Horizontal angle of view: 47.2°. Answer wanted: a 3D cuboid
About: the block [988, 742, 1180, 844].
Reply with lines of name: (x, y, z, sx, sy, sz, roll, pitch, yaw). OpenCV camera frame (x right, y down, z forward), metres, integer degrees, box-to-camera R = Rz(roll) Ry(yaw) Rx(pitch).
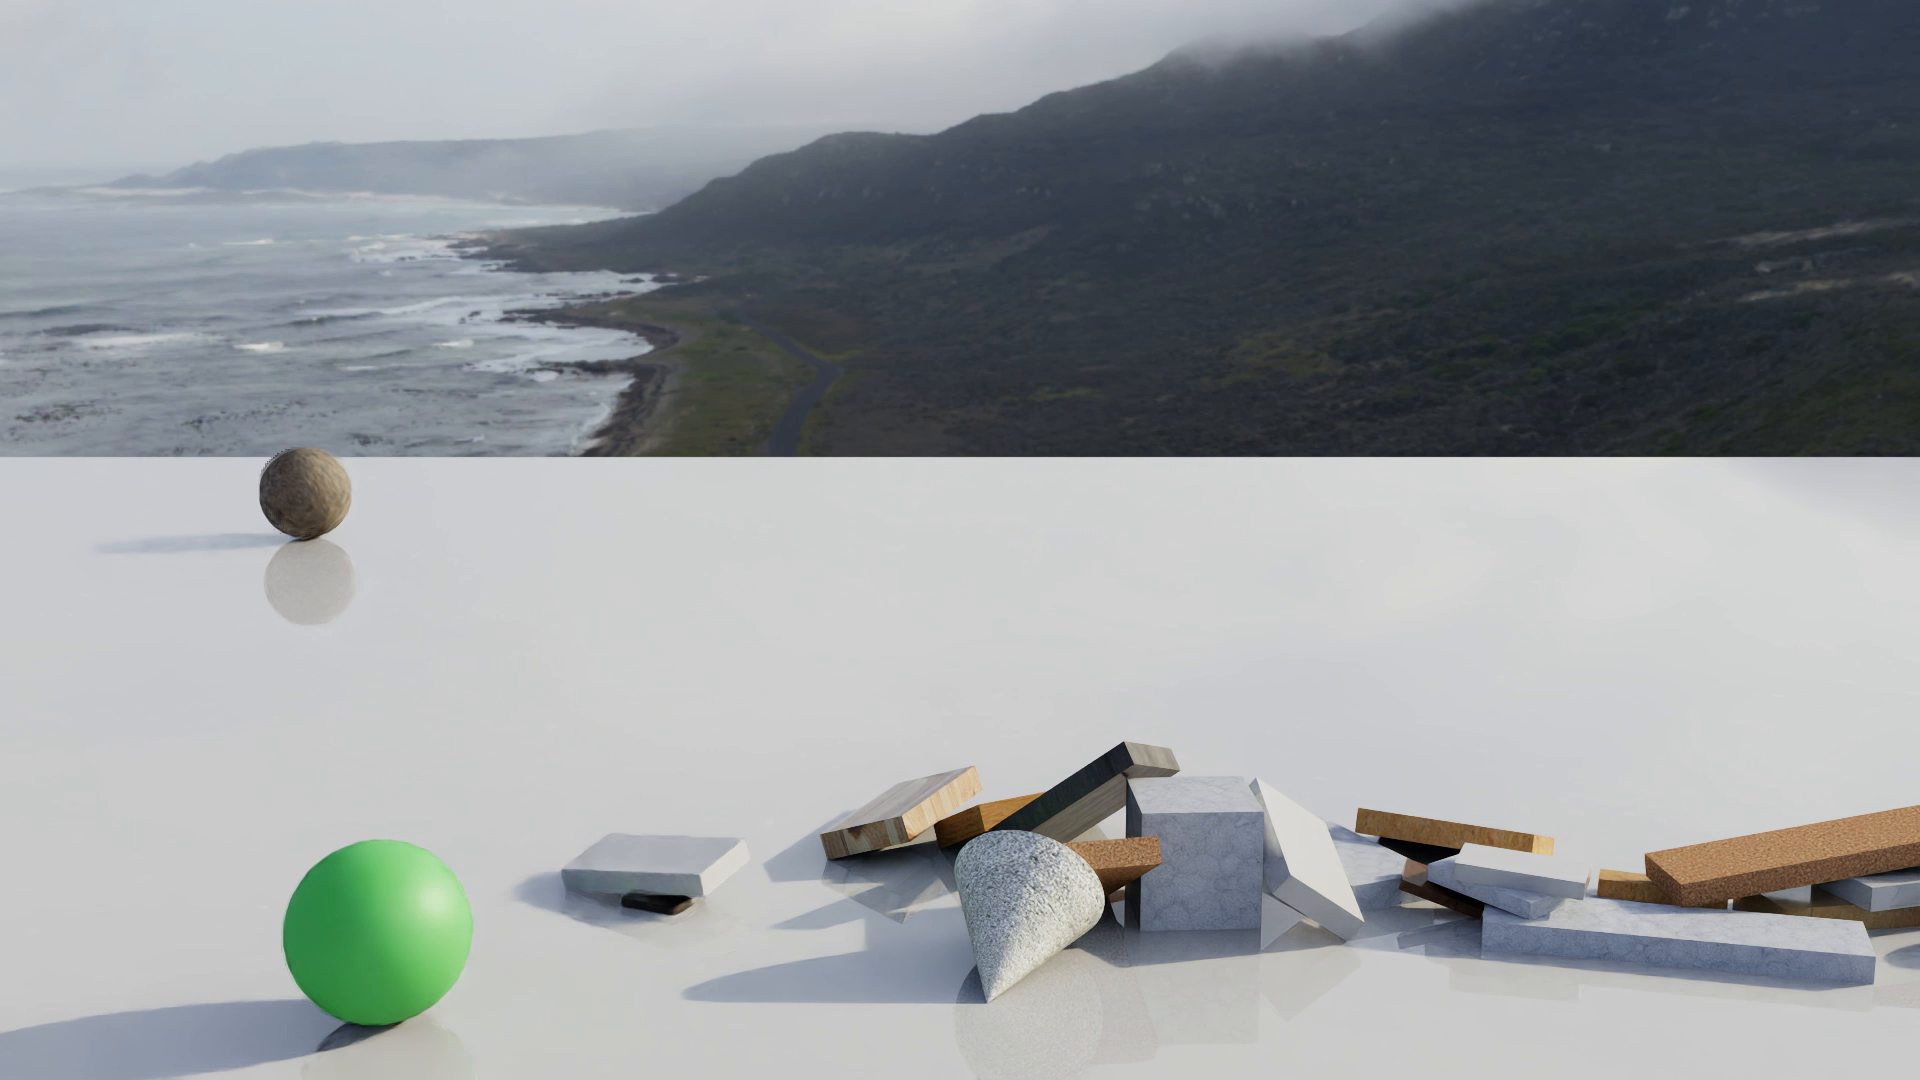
block: (0.211, 0.443, 3.743, 0.305, 0.043, 0.153, -36, -28, 25)

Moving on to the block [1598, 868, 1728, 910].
block: (1.154, 0.575, 3.615, 0.202, 0.029, 0.101, 5, 3, 17)

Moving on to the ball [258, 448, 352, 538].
ball: (-2.042, -0.145, 6.860, 0.279, 0.279, 0.279, 0, 11, 0)

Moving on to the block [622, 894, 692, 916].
block: (-0.498, 0.594, 3.610, 0.104, 0.015, 0.052, 5, 12, 27)

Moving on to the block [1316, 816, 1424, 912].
block: (0.640, 0.550, 3.753, 0.166, 0.047, 0.333, -5, 12, -25)

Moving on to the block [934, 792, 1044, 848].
block: (0.138, 0.484, 3.919, 0.333, 0.047, 0.167, -7, -14, -32)

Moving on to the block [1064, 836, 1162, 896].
block: (0.202, 0.527, 3.506, 0.153, 0.043, 0.305, -3, -18, -14)

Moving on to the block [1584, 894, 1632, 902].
block: (1.039, 0.599, 3.569, 0.137, 0.019, 0.068, 5, 12, 27)

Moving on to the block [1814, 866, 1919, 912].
block: (1.545, 0.545, 3.561, 0.282, 0.040, 0.141, -3, 11, -17)

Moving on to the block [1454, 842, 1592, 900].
block: (0.898, 0.528, 3.510, 0.202, 0.029, 0.101, 7, 14, 21)

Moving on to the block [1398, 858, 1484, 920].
block: (0.787, 0.568, 3.583, 0.137, 0.019, 0.068, 20, 27, 9)

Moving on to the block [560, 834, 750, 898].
block: (-0.509, 0.542, 3.672, 0.282, 0.040, 0.141, -2, 17, 28)

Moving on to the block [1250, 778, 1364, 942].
block: (0.551, 0.513, 3.565, 0.153, 0.043, 0.305, 33, 18, -16)

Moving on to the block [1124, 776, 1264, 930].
block: (0.378, 0.507, 3.581, 0.194, 0.194, 0.194, -1, 11, -3)

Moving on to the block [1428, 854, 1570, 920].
block: (0.863, 0.553, 3.527, 0.101, 0.029, 0.202, -8, 16, -38)

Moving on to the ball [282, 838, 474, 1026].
ball: (-0.827, 0.557, 3.130, 0.262, 0.262, 0.262, 0, 11, 0)

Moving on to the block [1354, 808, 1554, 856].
block: (0.862, 0.514, 3.831, 0.308, 0.044, 0.154, 6, -6, 28)

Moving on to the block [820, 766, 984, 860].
block: (-0.101, 0.487, 3.953, 0.167, 0.047, 0.333, -16, 3, 25)

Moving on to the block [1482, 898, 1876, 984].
block: (1.107, 0.614, 3.420, 0.570, 0.044, 0.154, 3, 11, 15)

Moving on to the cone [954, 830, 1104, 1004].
cone: (0.073, 0.605, 3.295, 0.239, 0.239, 0.239, 3, 38, 18)

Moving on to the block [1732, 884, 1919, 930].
block: (1.439, 0.585, 3.574, 0.308, 0.044, 0.154, -2, 11, -10)

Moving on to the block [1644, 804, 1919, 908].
block: (1.384, 0.507, 3.559, 0.512, 0.040, 0.141, -9, 13, -4)
